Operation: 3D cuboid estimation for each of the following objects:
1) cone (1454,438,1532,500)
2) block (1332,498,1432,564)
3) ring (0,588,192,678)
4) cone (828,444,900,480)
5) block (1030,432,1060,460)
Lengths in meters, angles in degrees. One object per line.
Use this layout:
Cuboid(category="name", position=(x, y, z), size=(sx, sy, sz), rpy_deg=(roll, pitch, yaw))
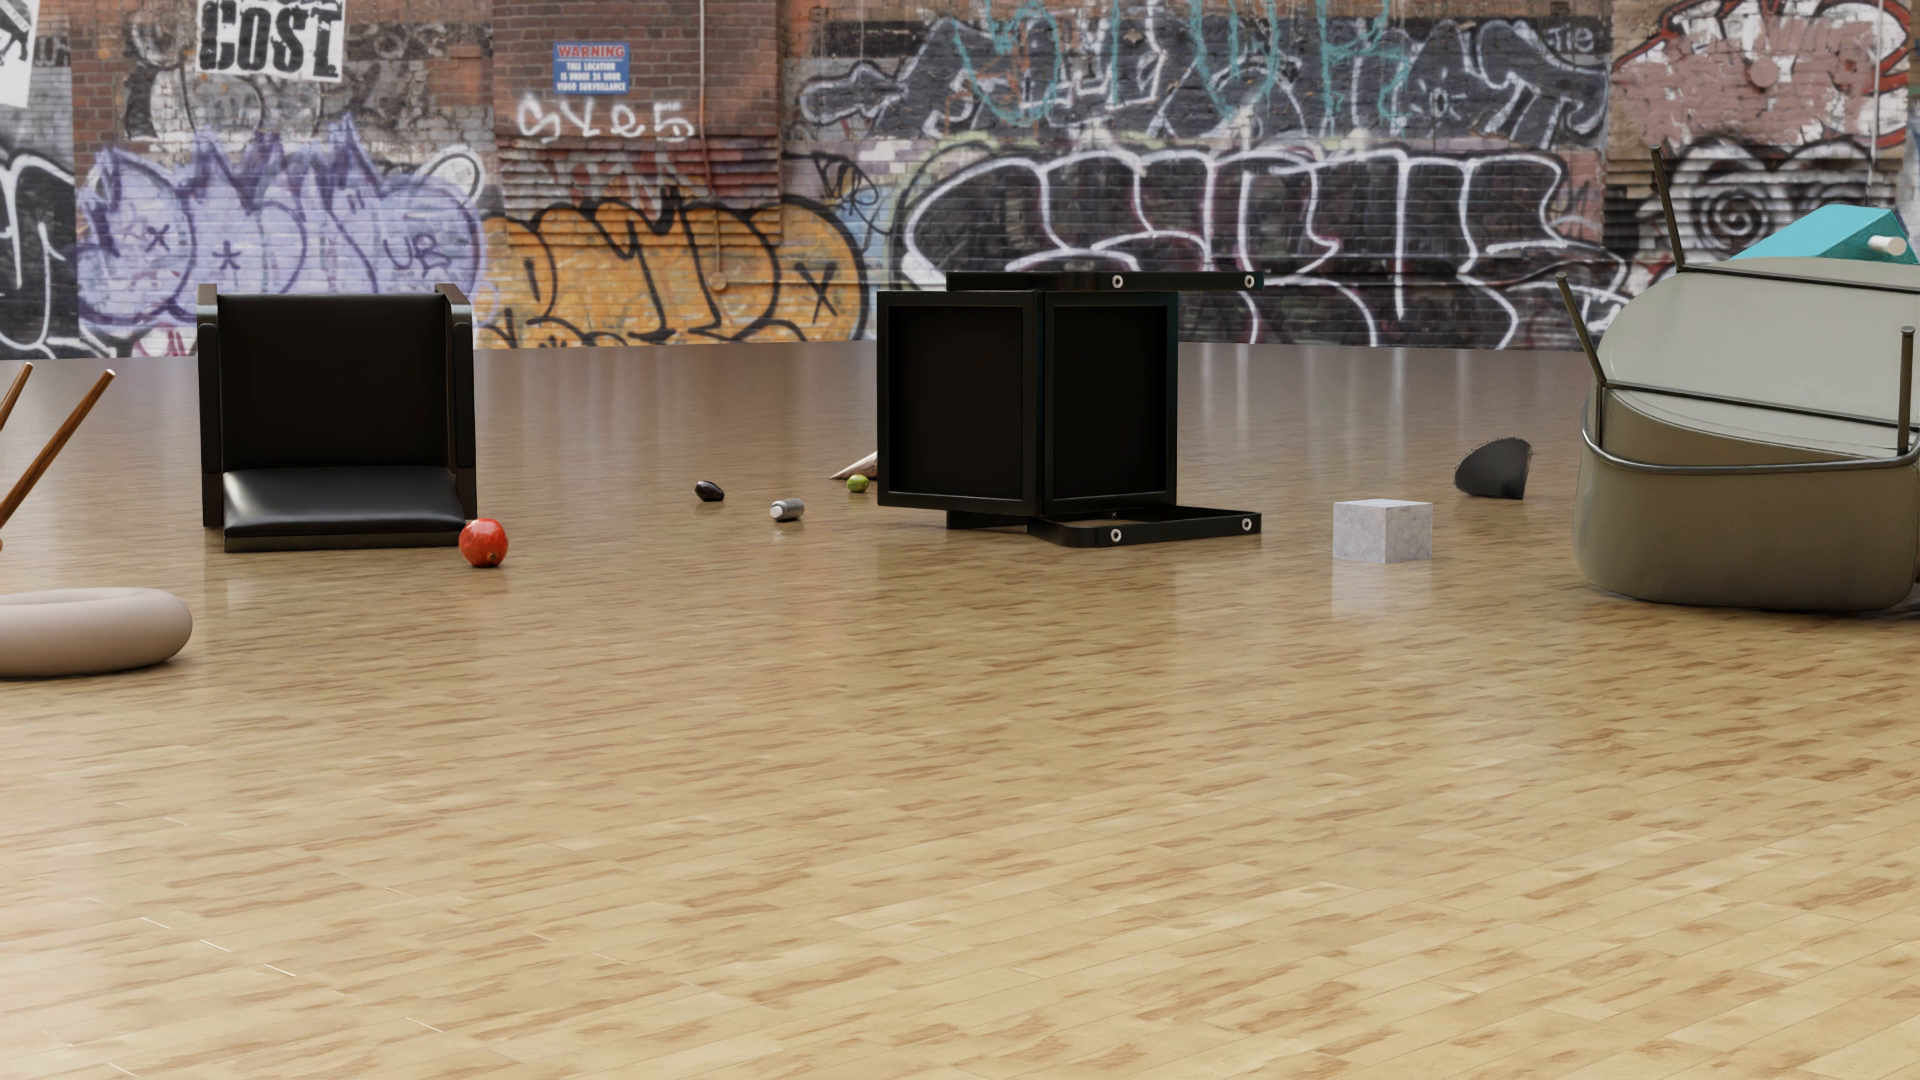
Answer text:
Cuboid(category="cone", position=(1.627, -0.169, 7.620), size=(0.262, 0.197, 0.172), rpy_deg=(-18, 42, -11))
Cuboid(category="block", position=(0.988, -0.022, 5.993), size=(0.167, 0.130, 0.159), rpy_deg=(-5, 8, -40))
Cuboid(category="ring", position=(-1.509, 0.155, 4.327), size=(0.419, 0.122, 0.314), rpy_deg=(-5, 7, -33))
Cuboid(category="cone", position=(-0.323, -0.225, 8.316), size=(0.224, 0.119, 0.176), rpy_deg=(-14, 10, 10))
Cuboid(category="block", position=(0.306, -0.338, 9.238), size=(0.069, 0.094, 0.111), rpy_deg=(-3, 6, -25))
